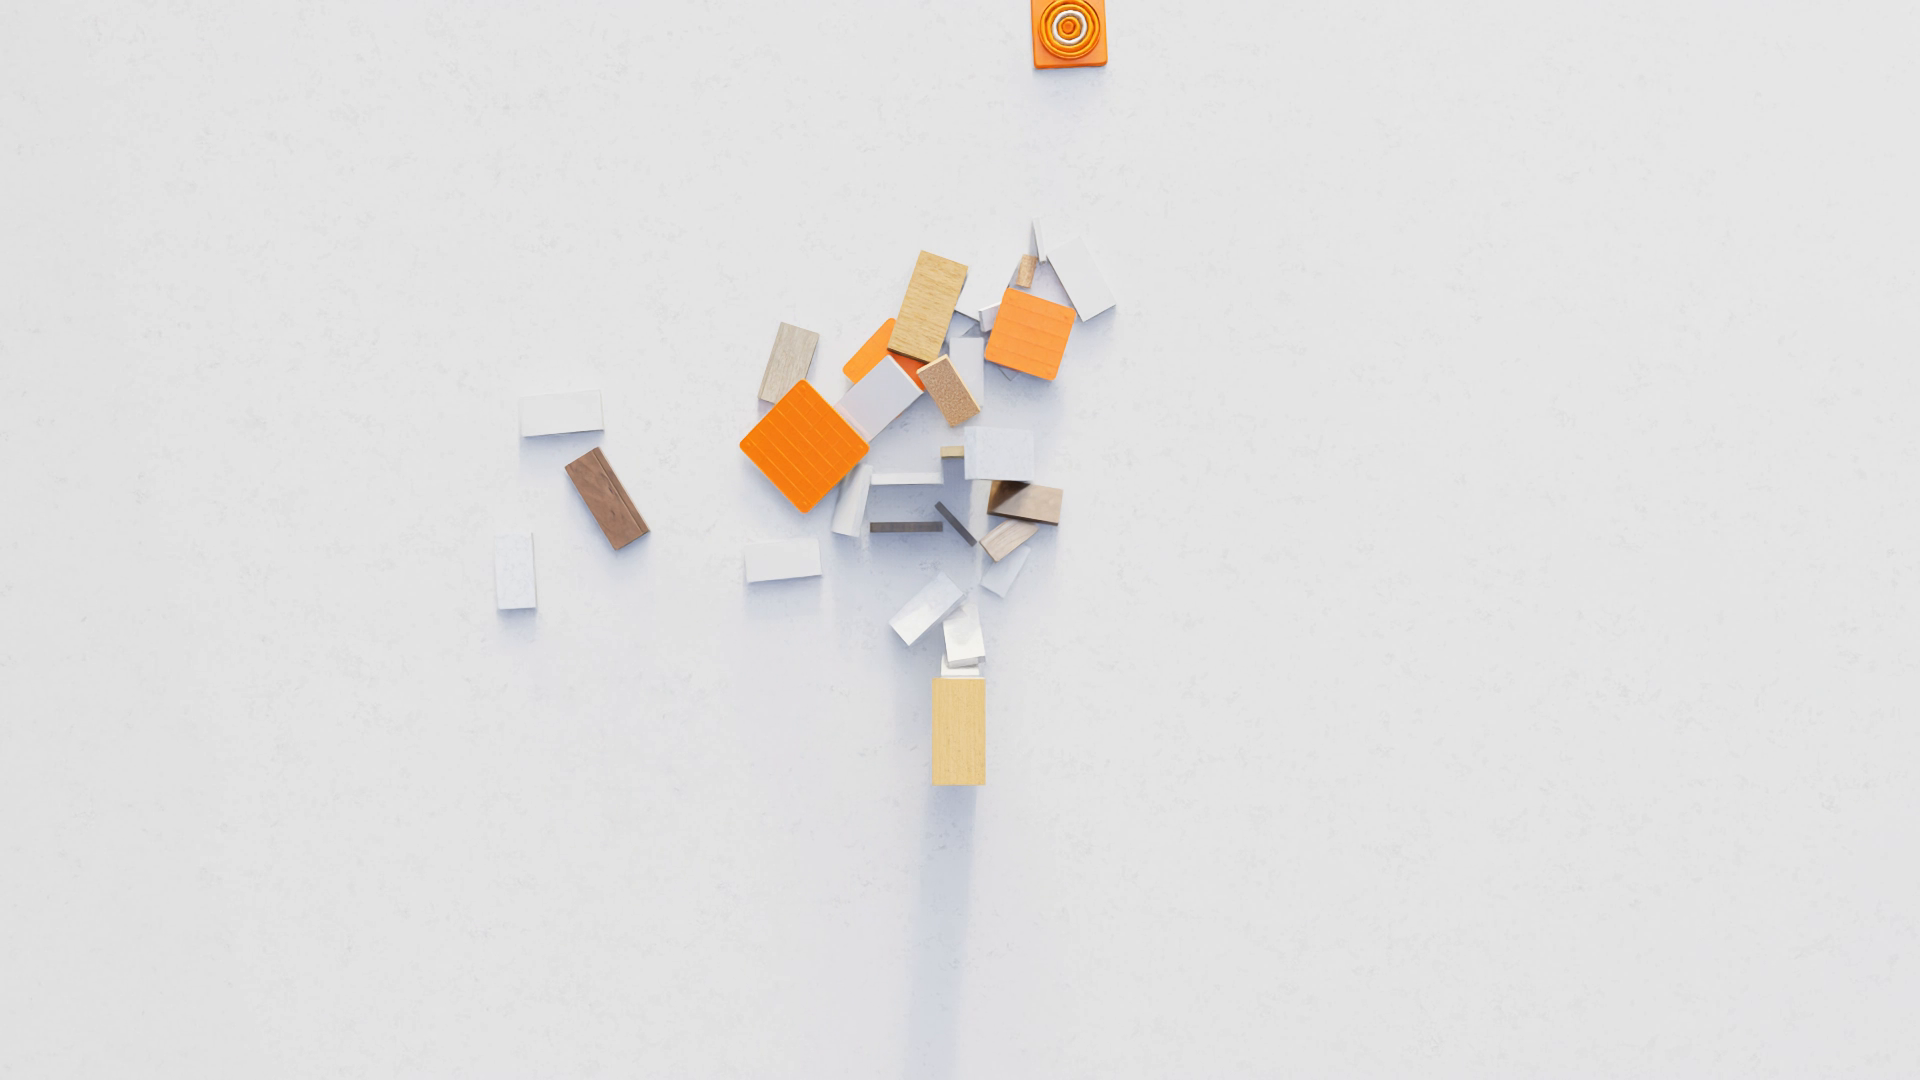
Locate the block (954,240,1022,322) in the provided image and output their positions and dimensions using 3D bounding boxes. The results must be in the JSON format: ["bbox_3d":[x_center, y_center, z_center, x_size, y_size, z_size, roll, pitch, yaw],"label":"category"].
[{"bbox_3d":[0.092,-0.851,5.465,0.128,0.036,0.257,25,88,-1],"label":"block"}]

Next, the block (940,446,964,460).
[{"bbox_3d":[-0.007,-0.285,5.388,0.112,0.223,0.032,-2,90,0],"label":"block"}]

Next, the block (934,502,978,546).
[{"bbox_3d":[-0.014,-0.053,5.454,0.026,0.092,0.184,-43,90,0],"label":"block"}]

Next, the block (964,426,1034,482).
[{"bbox_3d":[0.130,-0.277,5.350,0.047,0.334,0.167,-1,90,35],"label":"block"}]

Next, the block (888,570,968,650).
[{"bbox_3d":[-0.107,0.230,5.452,0.248,0.035,0.124,-44,57,0],"label":"block"}]

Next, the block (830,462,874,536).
[{"bbox_3d":[-0.356,-0.135,5.443,0.034,0.119,0.238,12,90,-38],"label":"block"}]

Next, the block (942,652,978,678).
[{"bbox_3d":[0.000,0.419,5.380,0.120,0.239,0.034,0,103,0],"label":"block"}]

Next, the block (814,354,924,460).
[{"bbox_3d":[-0.300,-0.435,5.435,0.334,0.047,0.167,-42,90,14],"label":"block"}]

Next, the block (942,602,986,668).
[{"bbox_3d":[0.011,0.311,5.402,0.120,0.239,0.034,-9,134,0],"label":"block"}]

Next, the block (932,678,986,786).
[{"bbox_3d":[-0.003,0.560,4.828,0.155,0.044,0.310,0,90,0],"label":"block"}]

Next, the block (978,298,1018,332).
[{"bbox_3d":[0.127,-0.745,5.441,0.144,0.020,0.072,-25,118,-30],"label":"block"}]

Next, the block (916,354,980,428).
[{"bbox_3d":[-0.036,-0.490,5.428,0.112,0.032,0.223,-27,115,14],"label":"block"}]

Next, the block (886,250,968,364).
[{"bbox_3d":[-0.107,-0.765,5.446,0.167,0.047,0.350,19,81,-3],"label":"block"}]

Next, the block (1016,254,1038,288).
[{"bbox_3d":[0.222,-0.896,5.493,0.052,0.015,0.104,14,90,0],"label":"block"}]

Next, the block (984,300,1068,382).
[{"bbox_3d":[0.219,-0.661,5.482,0.257,0.036,0.128,-43,90,0],"label":"block"}]

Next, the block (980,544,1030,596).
[{"bbox_3d":[0.151,0.088,5.487,0.092,0.026,0.184,29,90,0],"label":"block"}]

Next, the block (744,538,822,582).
[{"bbox_3d":[-0.587,0.066,5.482,0.248,0.035,0.124,-6,90,0],"label":"block"}]

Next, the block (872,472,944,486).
[{"bbox_3d":[-0.170,-0.200,5.441,0.238,0.119,0.034,-1,90,0],"label":"block"}]

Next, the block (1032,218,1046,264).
[{"bbox_3d":[0.262,-0.990,5.464,0.020,0.072,0.144,-10,90,0],"label":"block"}]

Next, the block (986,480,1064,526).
[{"bbox_3d":[0.215,-0.126,5.464,0.239,0.034,0.120,10,71,0],"label":"block"}]

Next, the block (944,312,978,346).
[{"bbox_3d":[-0.004,-0.717,5.490,0.144,0.020,0.072,-40,90,0],"label":"block"}]

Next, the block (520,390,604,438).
[{"bbox_3d":[-1.322,-0.421,5.481,0.265,0.037,0.132,-5,90,0],"label":"block"}]

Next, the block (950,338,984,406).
[{"bbox_3d":[0.022,-0.558,5.473,0.112,0.032,0.223,0,96,0],"label":"block"}]

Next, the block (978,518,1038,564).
[{"bbox_3d":[0.162,-0.014,5.461,0.184,0.026,0.092,-37,84,-14],"label":"block"}]

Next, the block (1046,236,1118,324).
[{"bbox_3d":[0.403,-0.866,5.482,0.128,0.036,0.257,-29,90,0],"label":"block"}]

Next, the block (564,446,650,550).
[{"bbox_3d":[-1.171,-0.137,5.481,0.132,0.037,0.326,-31,90,0],"label":"block"}]

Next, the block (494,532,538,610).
[{"bbox_3d":[-1.476,0.103,5.482,0.124,0.035,0.247,-4,90,0],"label":"block"}]

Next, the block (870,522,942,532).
[{"bbox_3d":[-0.176,-0.042,5.441,0.238,0.119,0.034,-1,90,0],"label":"block"}]

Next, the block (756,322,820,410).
[{"bbox_3d":[-0.570,-0.578,5.481,0.132,0.037,0.265,18,90,0],"label":"block"}]

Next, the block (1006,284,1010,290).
[{"bbox_3d":[0.107,-0.855,5.492,0.104,0.015,0.052,34,89,0],"label":"block"}]
